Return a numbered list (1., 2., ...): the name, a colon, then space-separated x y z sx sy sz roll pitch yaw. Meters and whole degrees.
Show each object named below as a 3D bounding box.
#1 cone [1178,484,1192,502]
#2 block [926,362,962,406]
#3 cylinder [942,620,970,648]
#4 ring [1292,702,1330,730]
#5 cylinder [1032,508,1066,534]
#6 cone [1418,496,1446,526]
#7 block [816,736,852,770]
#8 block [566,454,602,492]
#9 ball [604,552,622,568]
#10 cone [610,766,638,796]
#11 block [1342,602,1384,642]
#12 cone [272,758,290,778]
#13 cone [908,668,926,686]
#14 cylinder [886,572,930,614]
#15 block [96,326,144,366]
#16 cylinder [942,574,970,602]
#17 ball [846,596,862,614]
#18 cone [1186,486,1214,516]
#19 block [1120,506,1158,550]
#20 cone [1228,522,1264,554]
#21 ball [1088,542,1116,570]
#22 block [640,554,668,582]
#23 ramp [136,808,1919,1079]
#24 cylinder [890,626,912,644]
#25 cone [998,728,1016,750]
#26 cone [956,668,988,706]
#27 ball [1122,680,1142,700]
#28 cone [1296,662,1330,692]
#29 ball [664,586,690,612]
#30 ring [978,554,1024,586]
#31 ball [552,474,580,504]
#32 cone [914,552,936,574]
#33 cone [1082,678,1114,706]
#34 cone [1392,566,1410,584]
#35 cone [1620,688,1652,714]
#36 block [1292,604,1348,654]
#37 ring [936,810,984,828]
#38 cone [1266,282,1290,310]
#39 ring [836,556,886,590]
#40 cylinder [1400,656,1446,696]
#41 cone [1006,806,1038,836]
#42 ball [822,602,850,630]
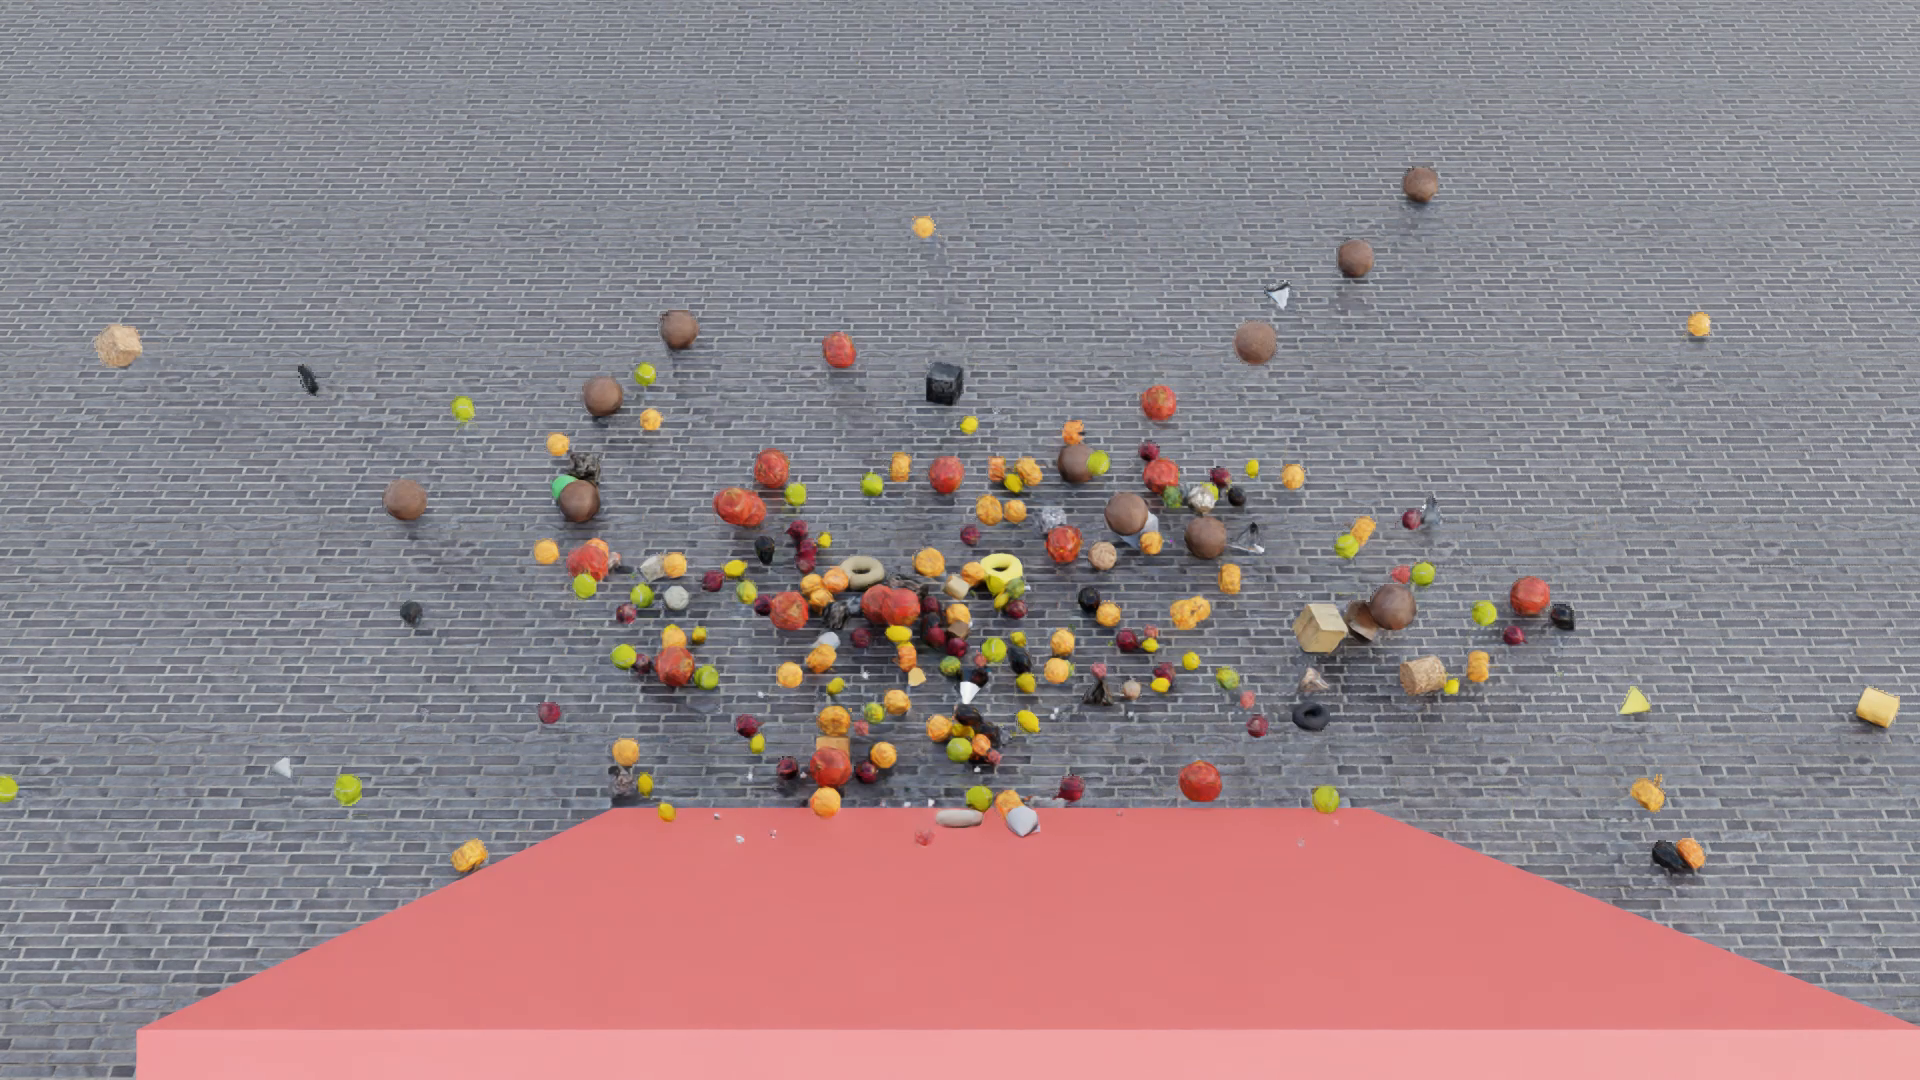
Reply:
1. cone: 0.699 -0.137 8.161 0.054 0.054 0.054 28 71 32
2. block: -0.052 -0.515 8.612 0.096 0.096 0.096 12 38 16
3. cylinder: -0.011 0.274 7.576 0.060 0.060 0.060 19 41 24
4. ring: 0.984 0.495 7.298 0.104 0.035 0.104 0 37 0
5. cylinder: 0.274 -0.060 7.999 0.078 0.078 0.078 -2 34 -25
6. cone: 1.452 -0.092 8.015 0.089 0.089 0.089 0 -3 0
7. block: -0.345 0.582 7.107 0.087 0.087 0.087 2 0 2
8. block: -1.187 -0.211 8.207 0.089 0.089 0.089 1 37 2
9. ball: -1.051 0.061 7.872 0.050 0.050 0.050 0 36 0
10. cone: -0.914 0.635 7.024 0.079 0.079 0.079 -3 40 3
11. block: 1.166 0.238 7.557 0.081 0.081 0.081 33 81 -11
12. cone: -1.847 0.634 7.119 0.052 0.052 0.052 -33 74 -36
13. cone: -0.112 0.394 7.422 0.054 0.054 0.054 30 5 34
14. cylinder: -0.156 0.157 7.706 0.092 0.092 0.092 27 44 31
15. block: -2.805 -0.646 8.679 0.092 0.092 0.092 -1 60 -57
16. cylinder: -0.012 0.139 7.644 0.060 0.060 0.060 31 36 -11
17. ball: -0.314 0.195 7.688 0.054 0.054 0.054 0 36 0
18. cone: 0.723 -0.118 7.969 0.091 0.091 0.091 18 10 23
19. block: 0.549 -0.037 7.977 0.083 0.083 0.083 -25 43 -30
20. cone: 0.863 0.006 7.950 0.100 0.100 0.100 -15 30 26
21. ball: 0.431 0.048 7.858 0.087 0.087 0.087 0 36 0
22. block: -0.918 0.085 7.818 0.052 0.052 0.052 -22 20 34
23. ramp: 0.080 0.680 4.902 2.000 0.100 4.000 0 -2 0
24. cylinder: -0.171 0.276 7.557 0.052 0.052 0.052 18 2 22
25. cone: 0.118 0.561 7.217 0.055 0.055 0.055 19 67 23
26. cone: 0.024 0.429 7.380 0.096 0.096 0.096 9 64 11
27. ball: 0.487 0.426 7.375 0.054 0.054 0.054 0 36 0
28. cone: 1.015 0.408 7.382 0.091 0.091 0.091 25 39 0
29. ball: -0.840 0.173 7.698 0.076 0.076 0.076 0 36 0
30. ring: 0.122 0.089 7.838 0.137 0.046 0.137 -1 37 1
31. ball: -1.232 -0.159 8.137 0.089 0.089 0.089 0 36 0
32. cone: -0.119 0.084 7.818 0.072 0.072 0.072 15 36 19
33. cone: 0.380 0.445 7.361 0.084 0.084 0.084 -22 34 13
34. cone: 1.317 0.104 7.830 0.052 0.052 0.052 2 29 45
35. cone: 1.891 0.470 7.330 0.080 0.080 0.080 -34 42 0
36. block: 1.038 0.255 7.505 0.099 0.099 0.099 3 47 -32
37. ring: 0.000 0.666 6.223 0.113 0.038 0.113 0 -1 0
38. cone: 1.114 -0.837 9.015 0.089 0.089 0.089 -14 14 4
39. ring: -0.297 0.100 7.820 0.148 0.049 0.148 0 33 0
40. cylinder: 1.316 0.386 7.395 0.095 0.095 0.095 -13 38 -17
41. cone: 0.140 0.652 5.872 0.074 0.074 0.074 1 24 2
42. ball: -0.363 0.221 7.589 0.085 0.085 0.085 0 36 0
